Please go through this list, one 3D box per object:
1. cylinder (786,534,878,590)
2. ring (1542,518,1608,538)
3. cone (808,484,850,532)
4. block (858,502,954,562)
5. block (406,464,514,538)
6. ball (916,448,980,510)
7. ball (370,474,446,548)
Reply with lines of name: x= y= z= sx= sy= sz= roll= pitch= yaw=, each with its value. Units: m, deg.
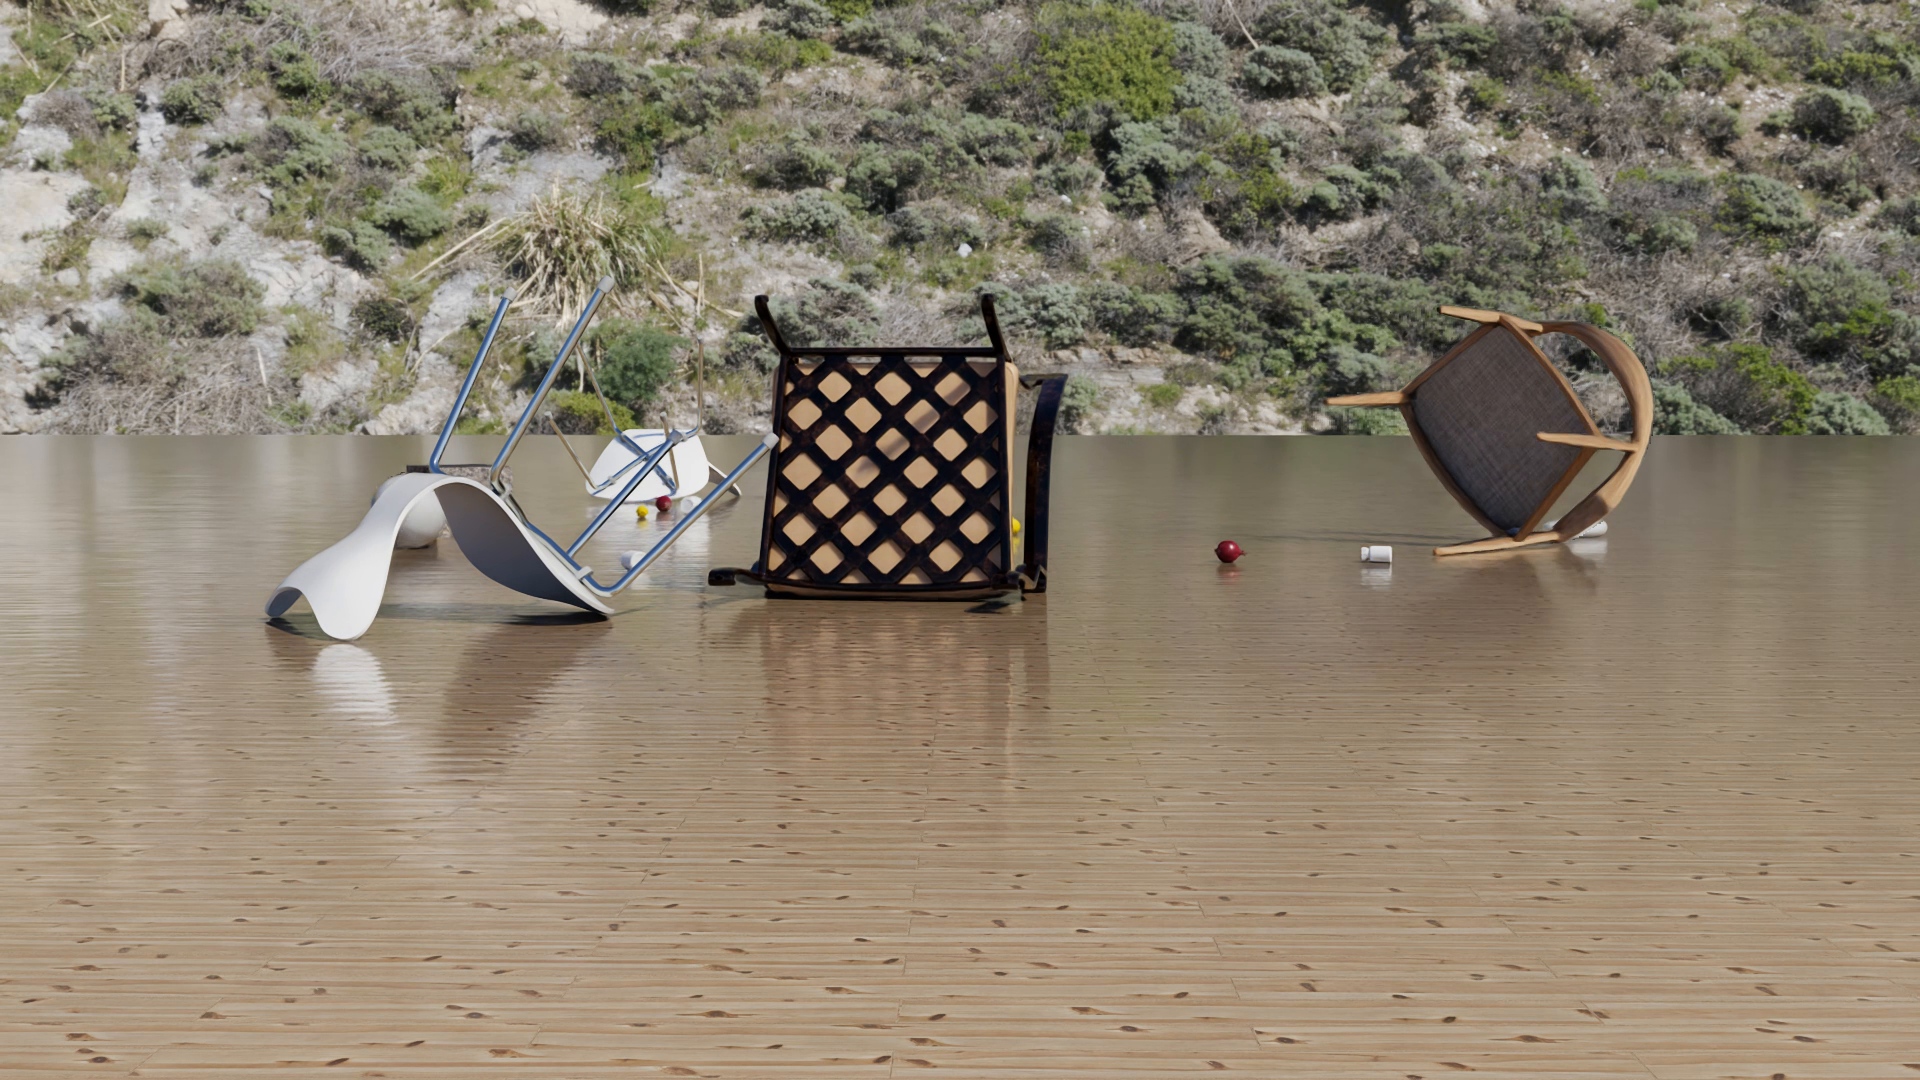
cylinder: x=-0.285 y=0.049 z=4.945 sx=0.180 sy=0.122 sz=0.186 roll=0 pitch=8 yaw=4
ring: x=1.871 y=-0.035 z=6.694 sx=0.161 sy=0.050 sz=0.283 roll=2 pitch=5 yaw=44
cone: x=-0.416 y=-0.104 z=6.938 sx=0.134 sy=0.154 sz=0.135 roll=-1 pitch=4 yaw=-11
block: x=-0.142 y=-0.024 z=5.847 sx=0.218 sy=0.143 sz=0.135 roll=-2 pitch=5 yaw=-32
block: x=-1.545 y=-0.123 z=6.791 sx=0.241 sy=0.212 sz=0.270 roll=-3 pitch=5 yaw=-33
ball: x=-0.047 y=-0.224 z=8.102 sx=0.234 sy=0.234 sz=0.234 roll=0 pitch=4 yaw=0
ball: x=-1.552 y=-0.081 z=6.187 sx=0.210 sy=0.210 sz=0.210 roll=0 pitch=4 yaw=0
